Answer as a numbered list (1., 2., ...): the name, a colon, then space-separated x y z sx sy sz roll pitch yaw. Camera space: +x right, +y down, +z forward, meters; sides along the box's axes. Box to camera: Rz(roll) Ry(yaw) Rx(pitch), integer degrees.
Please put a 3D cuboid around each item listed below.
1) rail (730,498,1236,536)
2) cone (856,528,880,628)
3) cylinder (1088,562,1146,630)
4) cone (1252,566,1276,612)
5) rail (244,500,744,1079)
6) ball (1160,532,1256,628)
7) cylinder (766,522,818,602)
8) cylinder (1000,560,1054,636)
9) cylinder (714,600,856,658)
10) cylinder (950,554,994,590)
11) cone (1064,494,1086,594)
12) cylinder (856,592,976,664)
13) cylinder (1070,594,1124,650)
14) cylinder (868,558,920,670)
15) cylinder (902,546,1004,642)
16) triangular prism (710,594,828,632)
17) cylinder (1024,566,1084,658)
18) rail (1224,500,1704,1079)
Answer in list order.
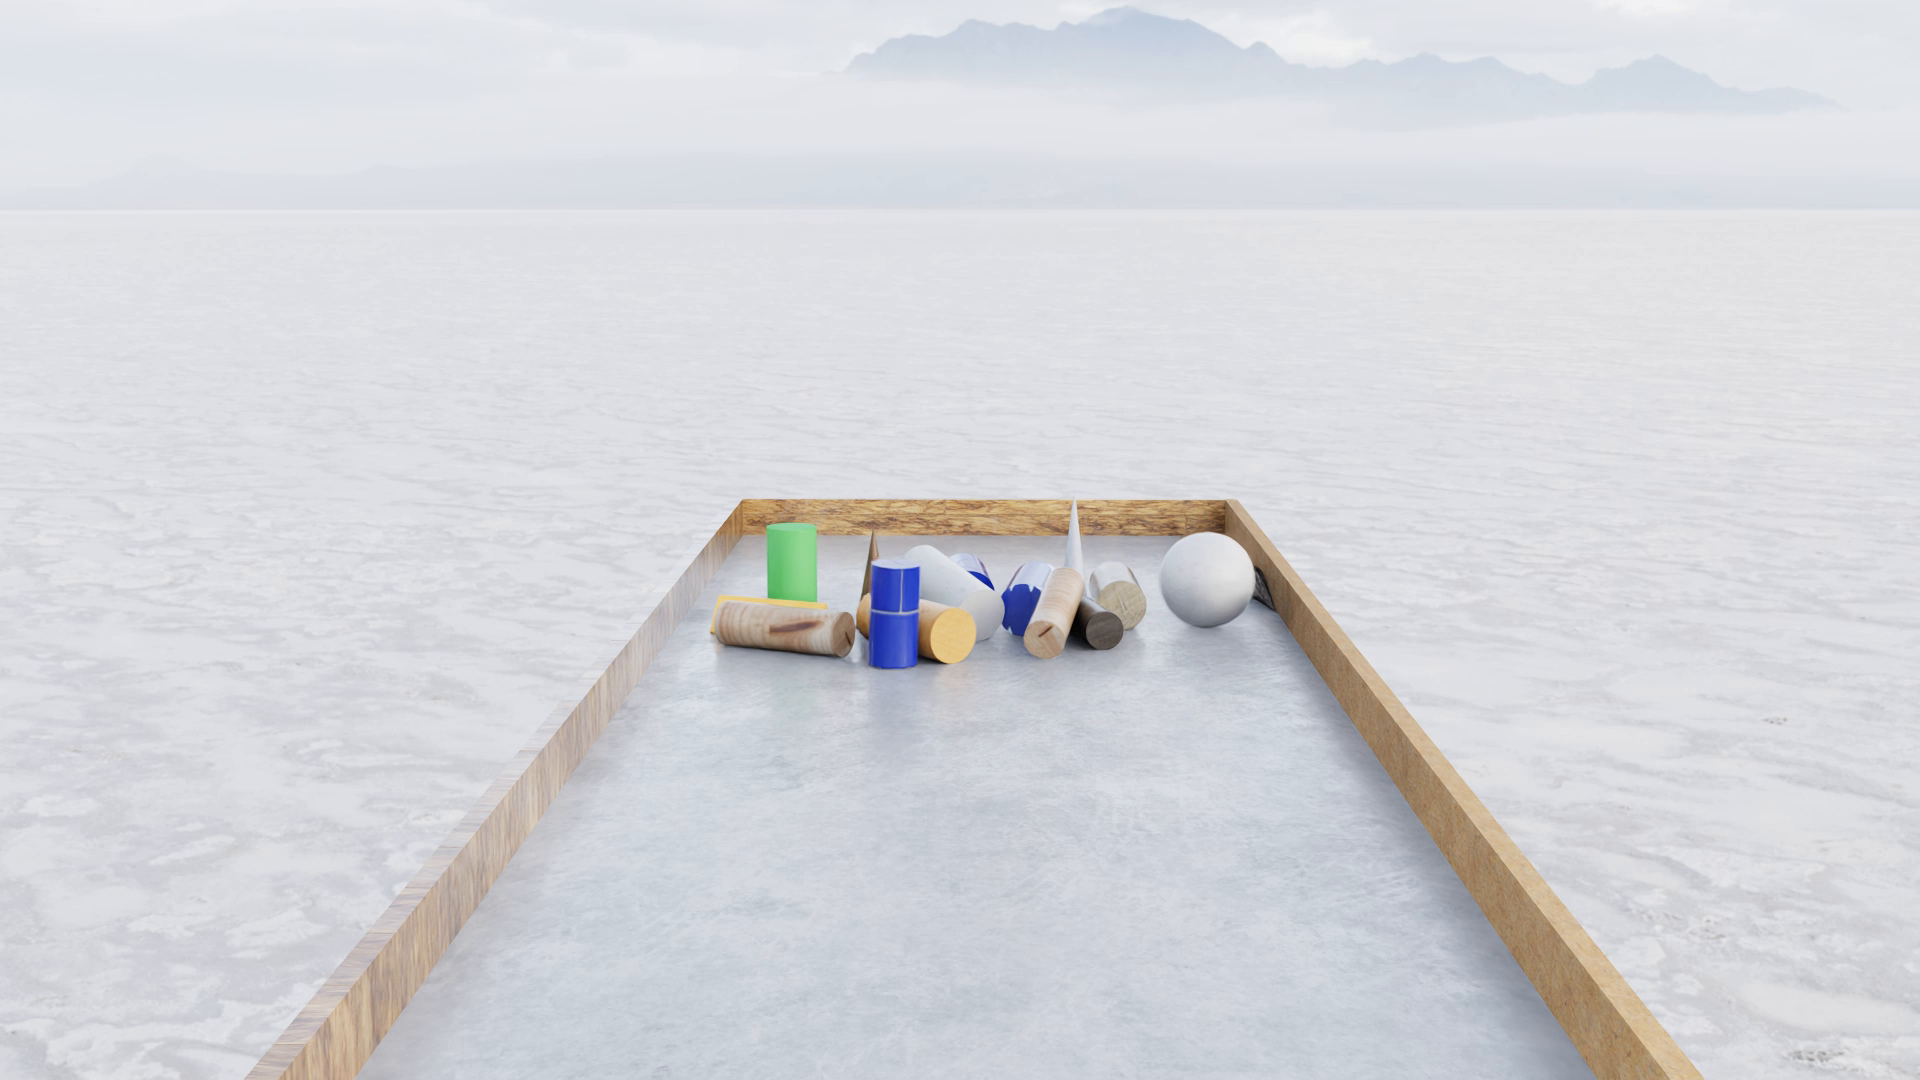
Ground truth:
1. rail: 0.099 -0.098 9.147 2.100 0.150 0.050 0 9 1
2. cone: -0.282 0.119 7.178 0.122 0.338 0.122 0 9 0
3. cylinder: 0.523 0.183 7.332 0.163 0.163 0.388 0 9 0
4. cone: 1.052 0.193 7.630 0.102 0.102 0.378 -1 17 -6
5. rail: -1.004 0.839 3.234 0.050 0.150 12.000 0 9 1
6. ball: 0.809 0.130 7.189 0.313 0.313 0.313 0 9 0
7. cylinder: -0.551 0.118 7.218 0.164 0.328 0.164 0 9 0
8. cylinder: 0.232 0.190 7.259 0.172 0.172 0.448 1 9 7
9. cylinder: -0.546 0.274 6.835 0.430 0.140 0.140 5 10 27
10. cylinder: 0.023 0.157 7.485 0.168 0.168 0.365 -1 9 -4
11. cone: 0.373 0.057 7.202 0.113 0.453 0.113 0 9 0
12. cylinder: -0.139 0.264 6.802 0.170 0.170 0.408 -6 11 -35
13. cylinder: 0.414 0.258 6.996 0.122 0.122 0.333 -2 9 -13
14. cylinder: -0.197 0.222 6.598 0.148 0.309 0.148 2 11 0
15. cylinder: -0.034 0.169 7.120 0.177 0.177 0.415 -5 22 -28
16. triangular prism: -0.604 0.245 7.077 0.386 0.114 0.132 4 10 23
17. cylinder: 0.296 0.224 6.861 0.128 0.128 0.382 2 26 13
18. rail: 1.046 0.843 3.208 0.050 0.150 12.000 0 9 1
